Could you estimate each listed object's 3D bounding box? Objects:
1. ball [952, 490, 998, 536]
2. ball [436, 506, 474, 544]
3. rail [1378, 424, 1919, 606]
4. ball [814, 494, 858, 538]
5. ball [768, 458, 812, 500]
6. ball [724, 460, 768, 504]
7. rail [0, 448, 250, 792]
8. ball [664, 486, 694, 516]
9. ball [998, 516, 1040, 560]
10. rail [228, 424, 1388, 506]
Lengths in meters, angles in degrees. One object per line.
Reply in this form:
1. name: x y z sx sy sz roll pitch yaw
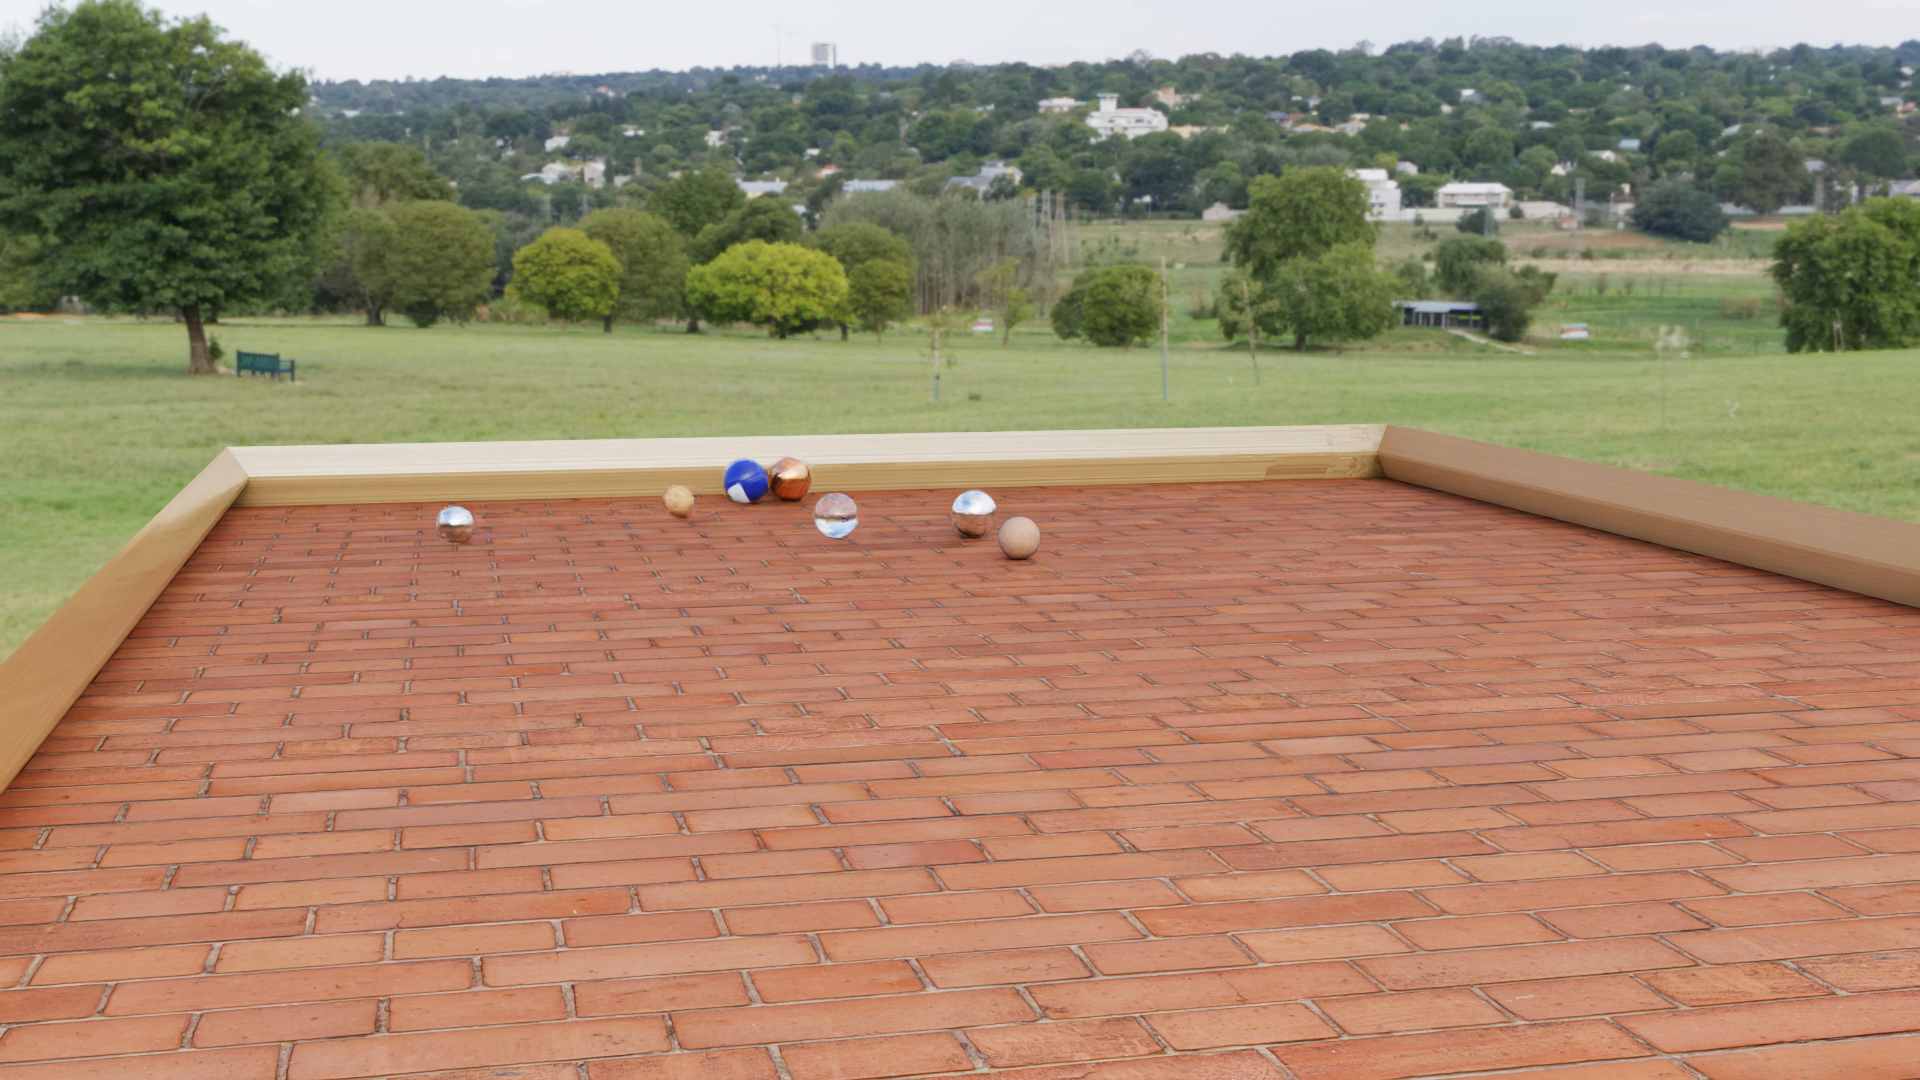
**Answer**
1. ball: 0.026 -0.048 3.969 0.083 0.083 0.083 0 8 0
2. ball: -0.890 -0.027 3.884 0.065 0.065 0.065 0 8 0
3. rail: 1.448 0.082 2.864 0.045 0.119 4.380 -2 8 -13
4. ball: -0.222 -0.043 3.951 0.079 0.079 0.079 0 8 0
5. ball: -0.350 -0.126 4.527 0.089 0.089 0.089 0 8 0
6. ball: -0.434 -0.118 4.460 0.092 0.092 0.092 0 8 0
7. rail: -0.946 0.157 2.306 0.045 0.119 4.380 -2 8 -13
8. ball: -0.544 -0.074 4.257 0.059 0.059 0.059 0 8 0
9. ball: 0.099 -0.003 3.681 0.072 0.072 0.072 0 8 0
10. rail: -0.245 -0.162 4.675 2.506 0.119 0.045 -2 8 -13
